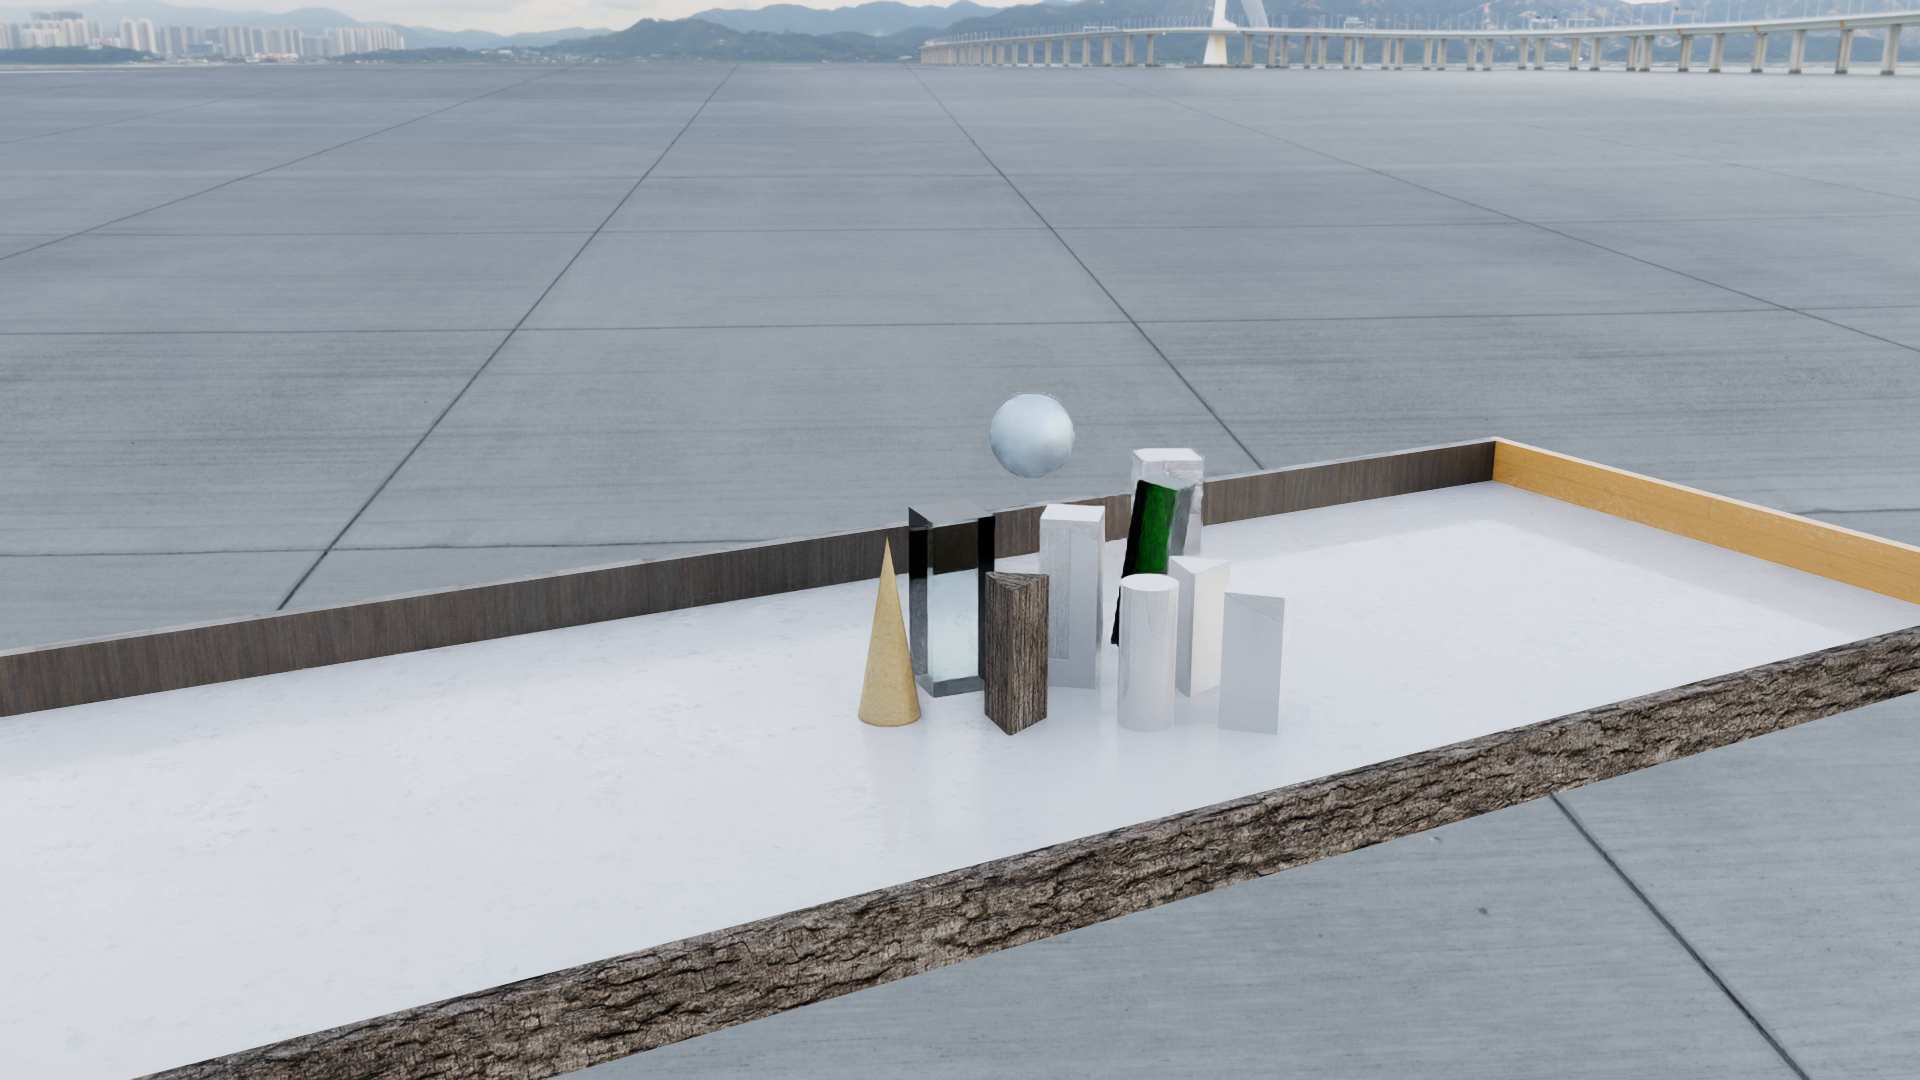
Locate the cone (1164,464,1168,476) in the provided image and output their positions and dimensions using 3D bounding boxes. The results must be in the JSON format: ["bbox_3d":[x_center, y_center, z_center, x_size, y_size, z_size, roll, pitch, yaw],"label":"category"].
[{"bbox_3d":[0.555,-0.001,4.550,0.166,0.451,0.166,2,17,-1],"label":"cone"}]

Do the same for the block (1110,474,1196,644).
[{"bbox_3d":[0.503,0.063,4.313,0.111,0.452,0.111,18,20,30],"label":"block"}]

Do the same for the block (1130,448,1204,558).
[{"bbox_3d":[0.589,-0.039,4.734,0.172,0.419,0.172,-1,14,-4],"label":"block"}]

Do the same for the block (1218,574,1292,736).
[{"bbox_3d":[0.690,0.267,3.852,0.137,0.335,0.137,5,17,17],"label":"block"}]

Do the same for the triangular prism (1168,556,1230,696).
[{"bbox_3d":[0.566,0.205,4.093,0.129,0.318,0.149,15,22,42],"label":"triangular prism"}]

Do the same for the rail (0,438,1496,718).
[{"bbox_3d":[-3.305,0.497,3.399,12.000,0.150,0.050,-9,18,-27],"label":"rail"}]

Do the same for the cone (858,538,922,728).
[{"bbox_3d":[-0.168,0.204,3.872,0.152,0.446,0.152,0,16,0],"label":"cone"}]

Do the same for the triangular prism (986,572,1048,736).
[{"bbox_3d":[0.111,0.256,3.858,0.127,0.354,0.147,13,21,37],"label":"triangular prism"}]

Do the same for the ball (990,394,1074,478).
[{"bbox_3d":[0.208,-0.302,4.780,0.246,0.246,0.246,0,16,0],"label":"ball"}]

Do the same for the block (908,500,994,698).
[{"bbox_3d":[-0.021,0.144,4.076,0.162,0.446,0.162,-7,18,-21],"label":"block"}]

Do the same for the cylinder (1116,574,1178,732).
[{"bbox_3d":[0.437,0.263,3.849,0.134,0.345,0.134,0,16,0],"label":"cylinder"}]

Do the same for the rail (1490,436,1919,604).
[{"bbox_3d":[2.466,-0.048,5.253,0.050,0.150,2.100,-9,18,-27],"label":"rail"}]

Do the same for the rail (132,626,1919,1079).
[{"bbox_3d":[-2.336,1.006,1.665,12.000,0.150,0.050,-9,18,-27],"label":"rail"}]

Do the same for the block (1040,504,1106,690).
[{"bbox_3d":[0.278,0.140,4.114,0.143,0.432,0.143,3,17,11],"label":"block"}]
